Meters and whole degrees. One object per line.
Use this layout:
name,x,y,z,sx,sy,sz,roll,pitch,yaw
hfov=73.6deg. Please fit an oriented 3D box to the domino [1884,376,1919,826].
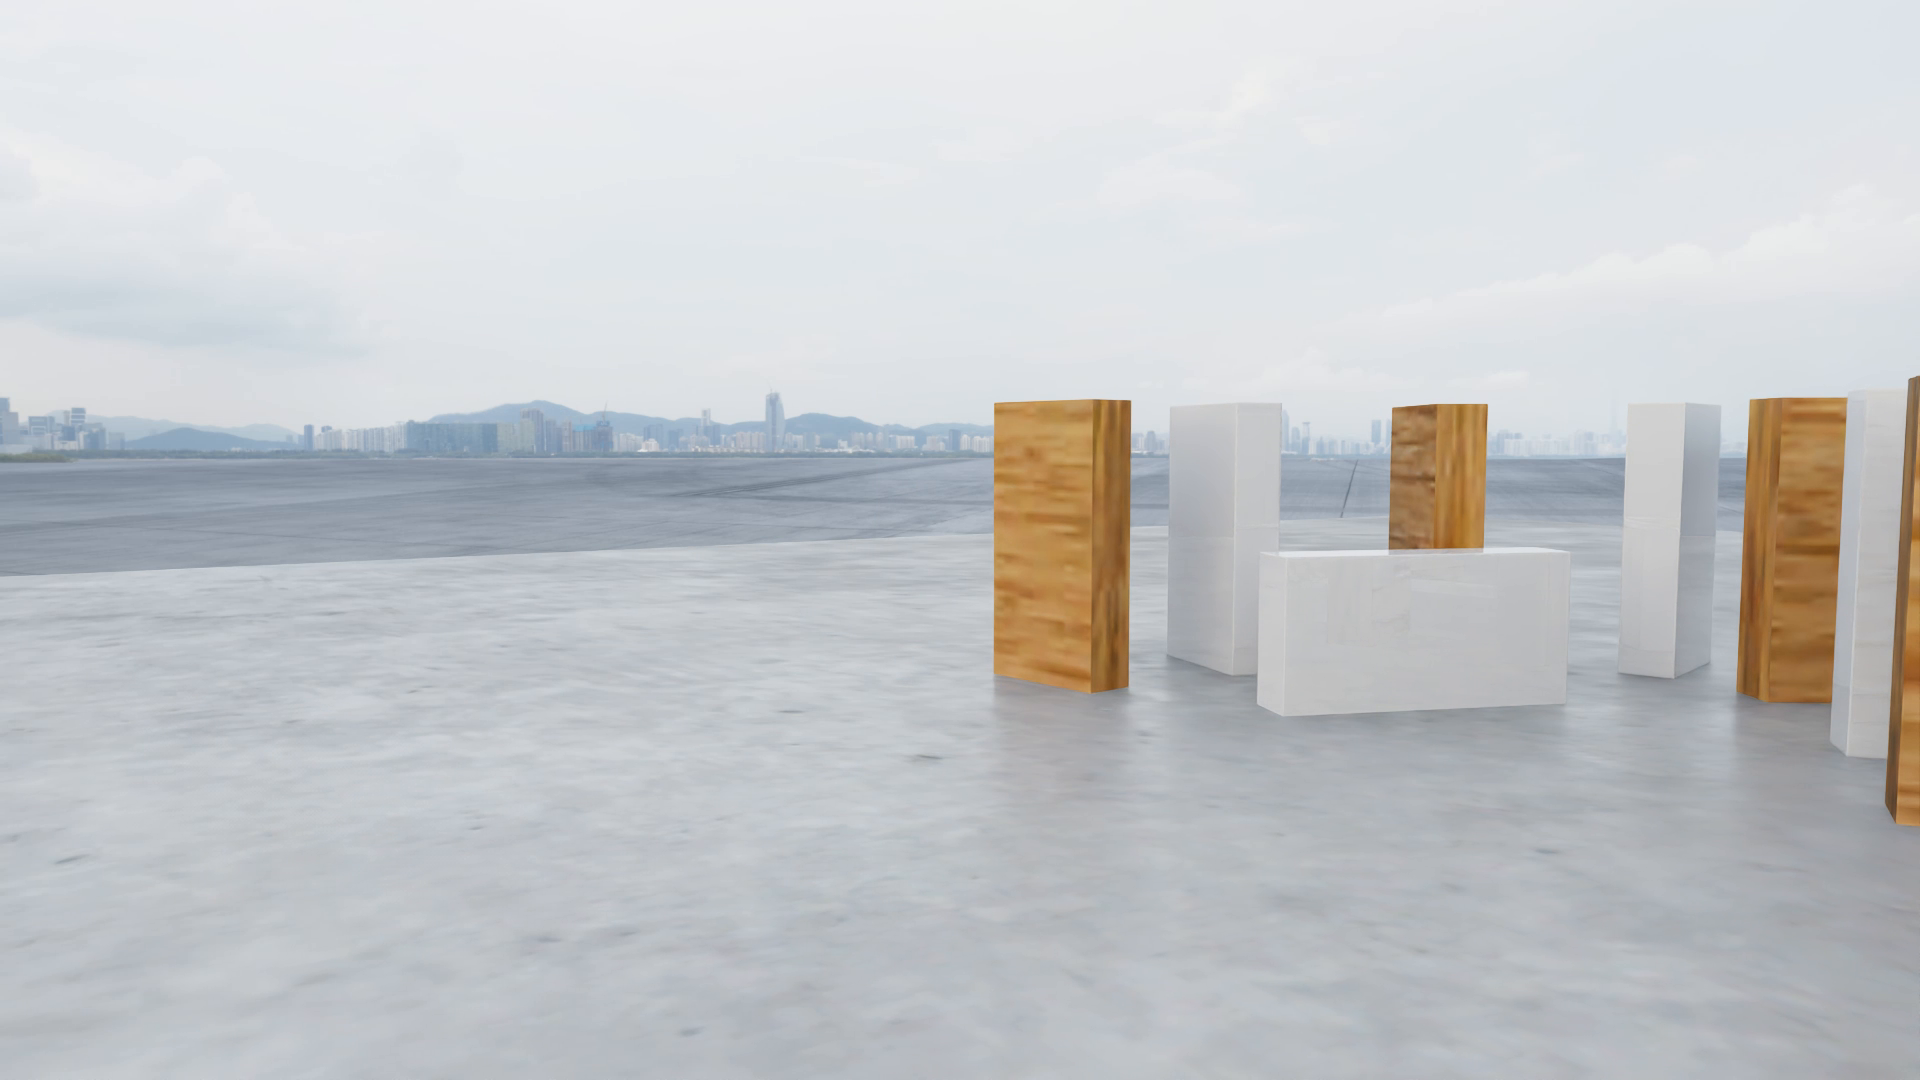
domino,0.118,0.007,0.140,0.025,0.050,0.010,2,5,30

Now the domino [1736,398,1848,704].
domino,0.146,0.002,0.214,0.025,0.050,0.009,0,4,3

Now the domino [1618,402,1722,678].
domino,0.135,-0.001,0.243,0.010,0.050,0.025,4,6,43

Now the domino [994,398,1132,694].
domino,0.018,0.000,0.230,0.010,0.050,0.025,-4,6,-40

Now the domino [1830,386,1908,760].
domino,0.134,0.005,0.173,0.025,0.050,0.009,2,5,22

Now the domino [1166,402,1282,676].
domino,0.050,-0.001,0.247,0.010,0.050,0.025,-1,5,-19

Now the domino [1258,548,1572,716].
domino,0.074,0.014,0.209,0.050,0.025,0.009,-1,4,-12

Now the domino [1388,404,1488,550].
domino,0.094,-0.002,0.255,0.009,0.050,0.025,0,4,0
